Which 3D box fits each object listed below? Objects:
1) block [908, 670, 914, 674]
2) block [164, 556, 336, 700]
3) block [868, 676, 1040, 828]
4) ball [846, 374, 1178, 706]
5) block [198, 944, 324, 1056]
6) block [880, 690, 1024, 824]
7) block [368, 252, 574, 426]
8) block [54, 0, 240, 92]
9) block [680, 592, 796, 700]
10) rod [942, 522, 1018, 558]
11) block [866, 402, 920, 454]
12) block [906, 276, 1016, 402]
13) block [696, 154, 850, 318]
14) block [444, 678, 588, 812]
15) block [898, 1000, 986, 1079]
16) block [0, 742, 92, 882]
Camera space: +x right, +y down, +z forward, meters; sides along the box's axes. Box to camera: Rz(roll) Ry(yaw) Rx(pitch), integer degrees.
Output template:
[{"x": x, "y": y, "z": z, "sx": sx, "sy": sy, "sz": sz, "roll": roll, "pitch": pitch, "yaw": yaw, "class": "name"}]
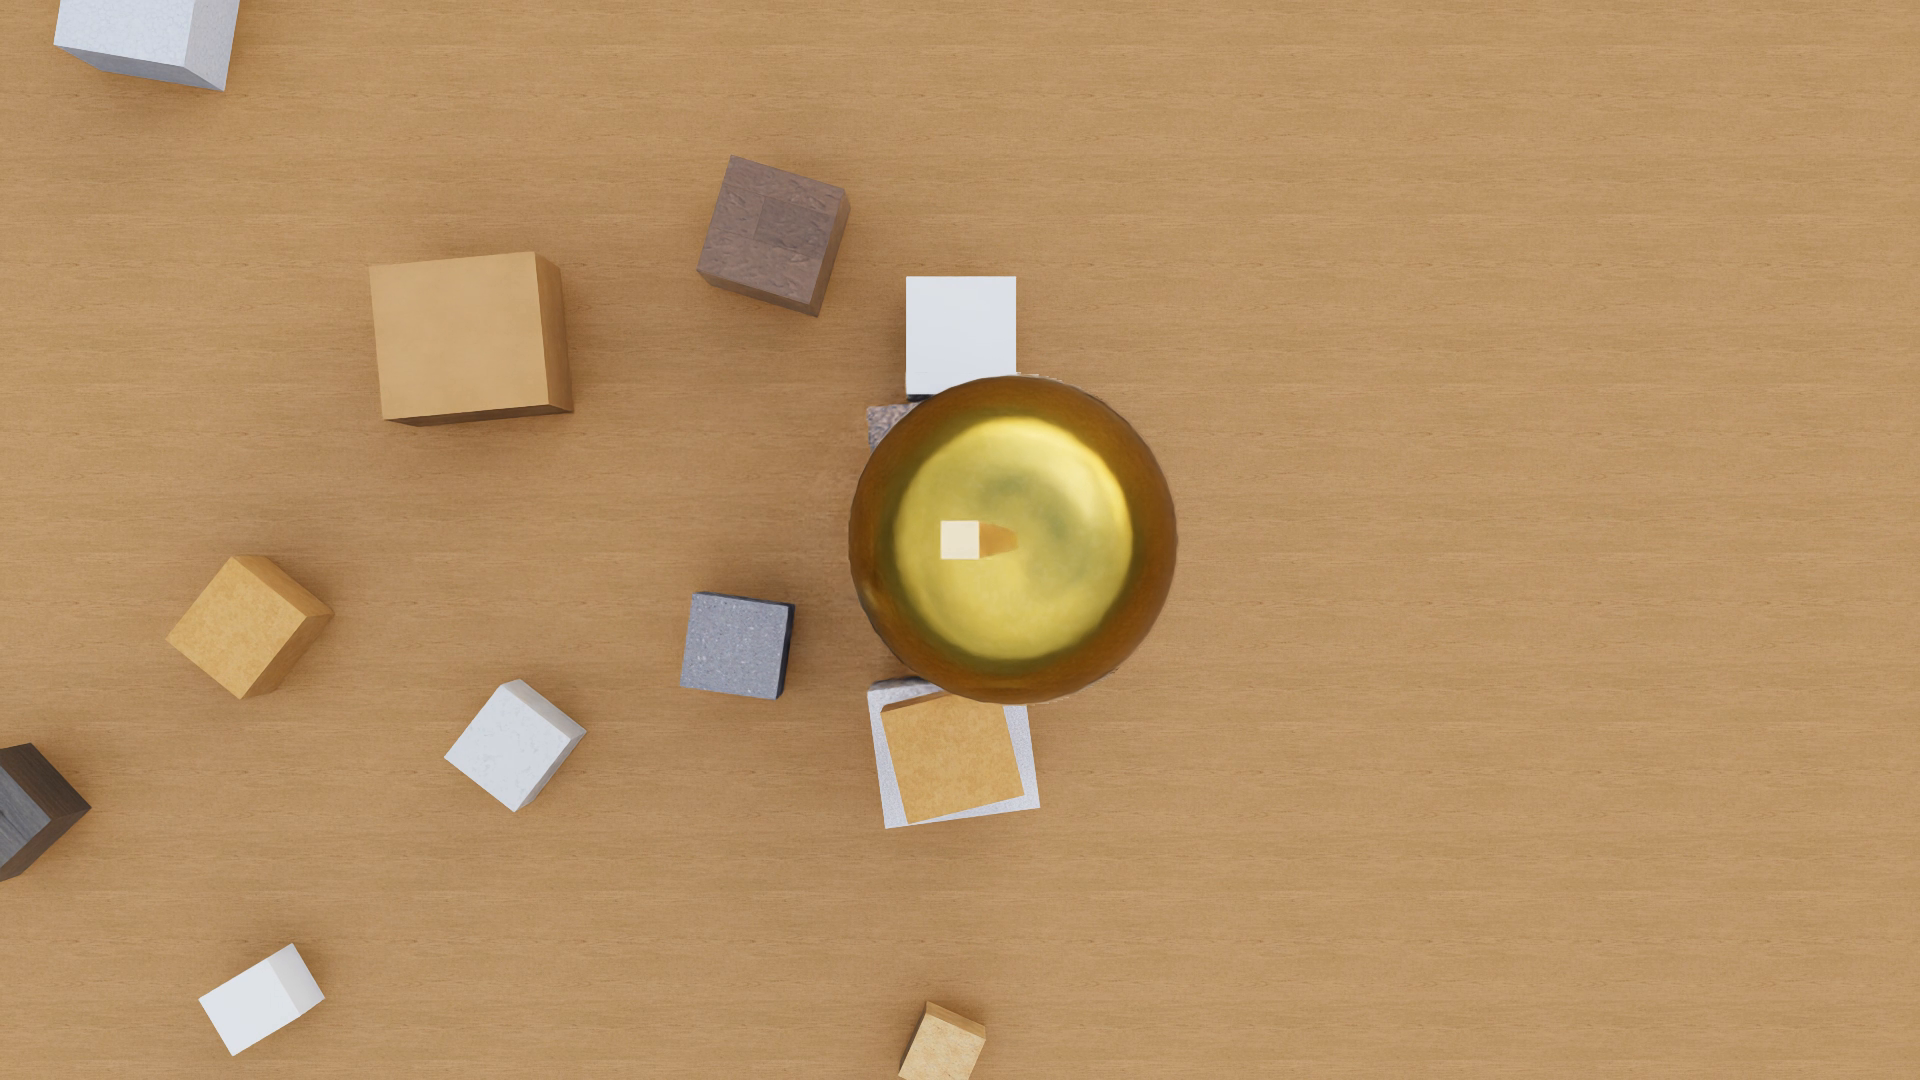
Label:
[{"x": 0.001, "y": 0.397, "z": 12.692, "sx": 0.628, "sy": 0.617, "sz": 0.677, "roll": -4, "pitch": 90, "yaw": 0, "class": "block"}, {"x": -4.090, "y": 0.497, "z": 12.709, "sx": 0.546, "sy": 0.582, "sz": 0.600, "roll": 39, "pitch": 90, "yaw": 0, "class": "block"}, {"x": -0.036, "y": 1.157, "z": 12.567, "sx": 0.861, "sy": 0.866, "sz": 0.762, "roll": -8, "pitch": 90, "yaw": 0, "class": "block"}, {"x": 0.254, "y": 0.000, "z": 10.644, "sx": 1.600, "sy": 1.600, "sz": 1.600, "roll": 0, "pitch": 90, "yaw": 0, "class": "ball"}, {"x": -4.044, "y": 2.660, "z": 12.758, "sx": 0.452, "sy": 0.483, "sz": 0.380, "roll": -31, "pitch": 90, "yaw": 0, "class": "block"}, {"x": -0.040, "y": 1.129, "z": 11.863, "sx": 0.636, "sy": 0.542, "sz": 0.605, "roll": -14, "pitch": 90, "yaw": 0, "class": "block"}, {"x": -2.784, "y": -1.136, "z": 12.606, "sx": 0.925, "sy": 0.787, "sz": 0.855, "roll": -5, "pitch": 90, "yaw": 0, "class": "block"}, {"x": -4.656, "y": -3.057, "z": 12.659, "sx": 0.739, "sy": 0.683, "sz": 0.698, "roll": 10, "pitch": 90, "yaw": 0, "class": "block"}, {"x": -1.281, "y": 0.605, "z": 12.735, "sx": 0.550, "sy": 0.530, "sz": 0.534, "roll": 8, "pitch": 90, "yaw": 0, "class": "block"}, {"x": 0.110, "y": 0.000, "z": 7.247, "sx": 0.080, "sy": 5.200, "sz": 0.080, "roll": 0, "pitch": 90, "yaw": 2, "class": "rod"}, {"x": -0.122, "y": -0.357, "z": 12.611, "sx": 0.728, "sy": 0.777, "sz": 0.827, "roll": -5, "pitch": 90, "yaw": 0, "class": "block"}, {"x": 0.006, "y": -1.149, "z": 12.685, "sx": 0.617, "sy": 0.630, "sz": 0.663, "roll": 0, "pitch": 90, "yaw": 0, "class": "block"}, {"x": -1.059, "y": -1.732, "z": 12.633, "sx": 0.662, "sy": 0.734, "sz": 0.675, "roll": 17, "pitch": 90, "yaw": 0, "class": "block"}, {"x": -2.563, "y": 1.181, "z": 12.729, "sx": 0.506, "sy": 0.542, "sz": 0.523, "roll": 38, "pitch": 90, "yaw": 0, "class": "block"}, {"x": -0.104, "y": 2.980, "z": 12.828, "sx": 0.377, "sy": 0.343, "sz": 0.395, "roll": 24, "pitch": 90, "yaw": 0, "class": "block"}, {"x": -5.524, "y": 1.589, "z": 12.710, "sx": 0.582, "sy": 0.579, "sz": 0.528, "roll": -43, "pitch": 90, "yaw": 0, "class": "block"}]
